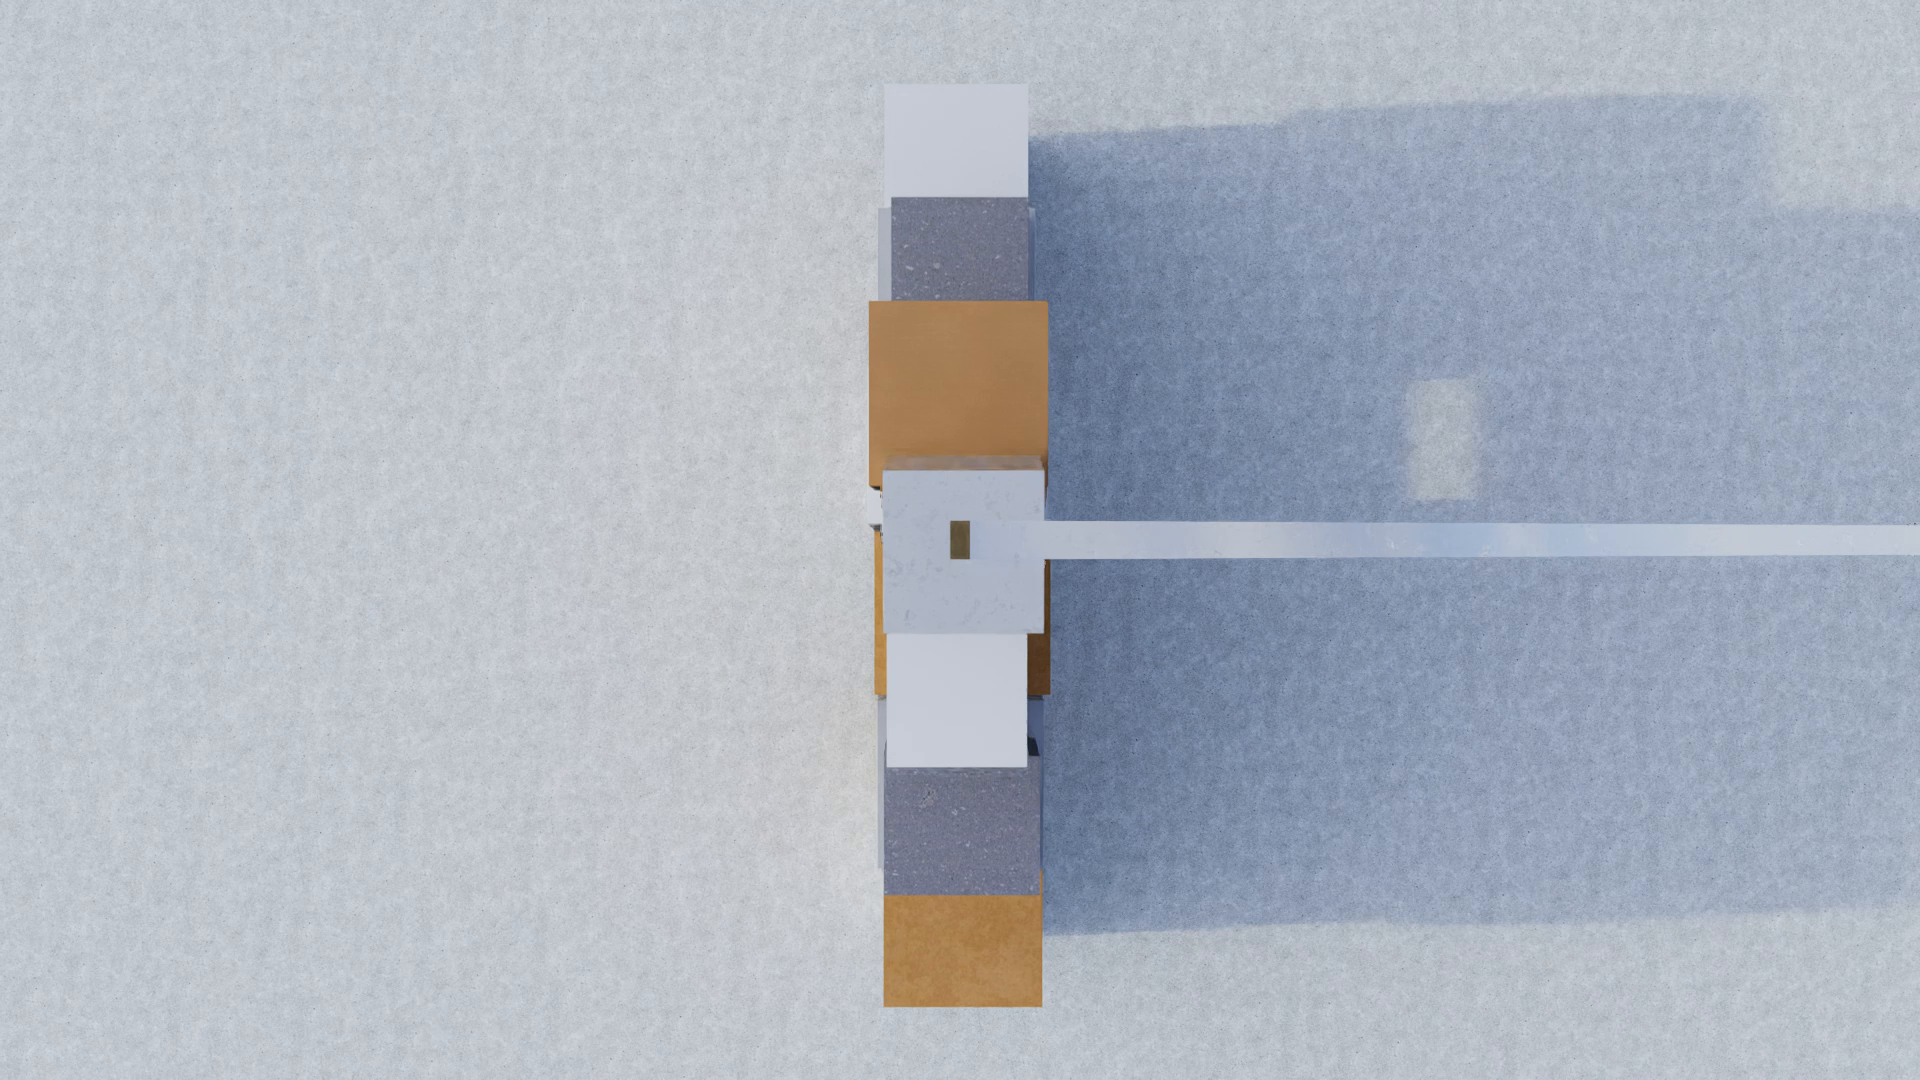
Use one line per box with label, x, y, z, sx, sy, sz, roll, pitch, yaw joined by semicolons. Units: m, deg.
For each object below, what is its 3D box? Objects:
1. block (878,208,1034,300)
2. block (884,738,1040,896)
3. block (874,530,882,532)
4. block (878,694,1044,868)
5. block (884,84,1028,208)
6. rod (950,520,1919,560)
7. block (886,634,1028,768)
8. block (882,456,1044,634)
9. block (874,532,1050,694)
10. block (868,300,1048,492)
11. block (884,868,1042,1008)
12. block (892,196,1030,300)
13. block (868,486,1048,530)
block;-0.018;-1.286;11.794;0.813;0.798;0.865;0;90;0
block;0.009;1.350;10.832;0.745;0.662;0.669;0;92;0
block;-0.019;0.372;12.473;0.890;1.055;0.904;0;90;0
block;0.002;1.224;11.560;0.841;0.804;0.857;0;92;0
block;-0.019;-2.071;11.986;0.764;0.624;0.698;0;90;0
rod;2.234;0.000;5.869;5.200;0.080;0.080;0;90;-31
block;-0.013;0.692;10.060;0.621;0.663;0.627;0;90;0
block;0.014;0.009;9.238;0.654;0.605;0.668;0;98;0
block;0.012;0.366;11.469;0.880;0.953;0.814;0;90;0
block;-0.007;-0.633;9.930;0.777;0.835;0.801;0;90;0
block;0.016;2.043;11.770;0.826;0.677;0.770;0;90;0
block;0.001;-1.292;11.042;0.670;0.707;0.747;0;90;0
block;-0.011;-0.458;11.531;0.909;0.853;0.786;0;88;0
